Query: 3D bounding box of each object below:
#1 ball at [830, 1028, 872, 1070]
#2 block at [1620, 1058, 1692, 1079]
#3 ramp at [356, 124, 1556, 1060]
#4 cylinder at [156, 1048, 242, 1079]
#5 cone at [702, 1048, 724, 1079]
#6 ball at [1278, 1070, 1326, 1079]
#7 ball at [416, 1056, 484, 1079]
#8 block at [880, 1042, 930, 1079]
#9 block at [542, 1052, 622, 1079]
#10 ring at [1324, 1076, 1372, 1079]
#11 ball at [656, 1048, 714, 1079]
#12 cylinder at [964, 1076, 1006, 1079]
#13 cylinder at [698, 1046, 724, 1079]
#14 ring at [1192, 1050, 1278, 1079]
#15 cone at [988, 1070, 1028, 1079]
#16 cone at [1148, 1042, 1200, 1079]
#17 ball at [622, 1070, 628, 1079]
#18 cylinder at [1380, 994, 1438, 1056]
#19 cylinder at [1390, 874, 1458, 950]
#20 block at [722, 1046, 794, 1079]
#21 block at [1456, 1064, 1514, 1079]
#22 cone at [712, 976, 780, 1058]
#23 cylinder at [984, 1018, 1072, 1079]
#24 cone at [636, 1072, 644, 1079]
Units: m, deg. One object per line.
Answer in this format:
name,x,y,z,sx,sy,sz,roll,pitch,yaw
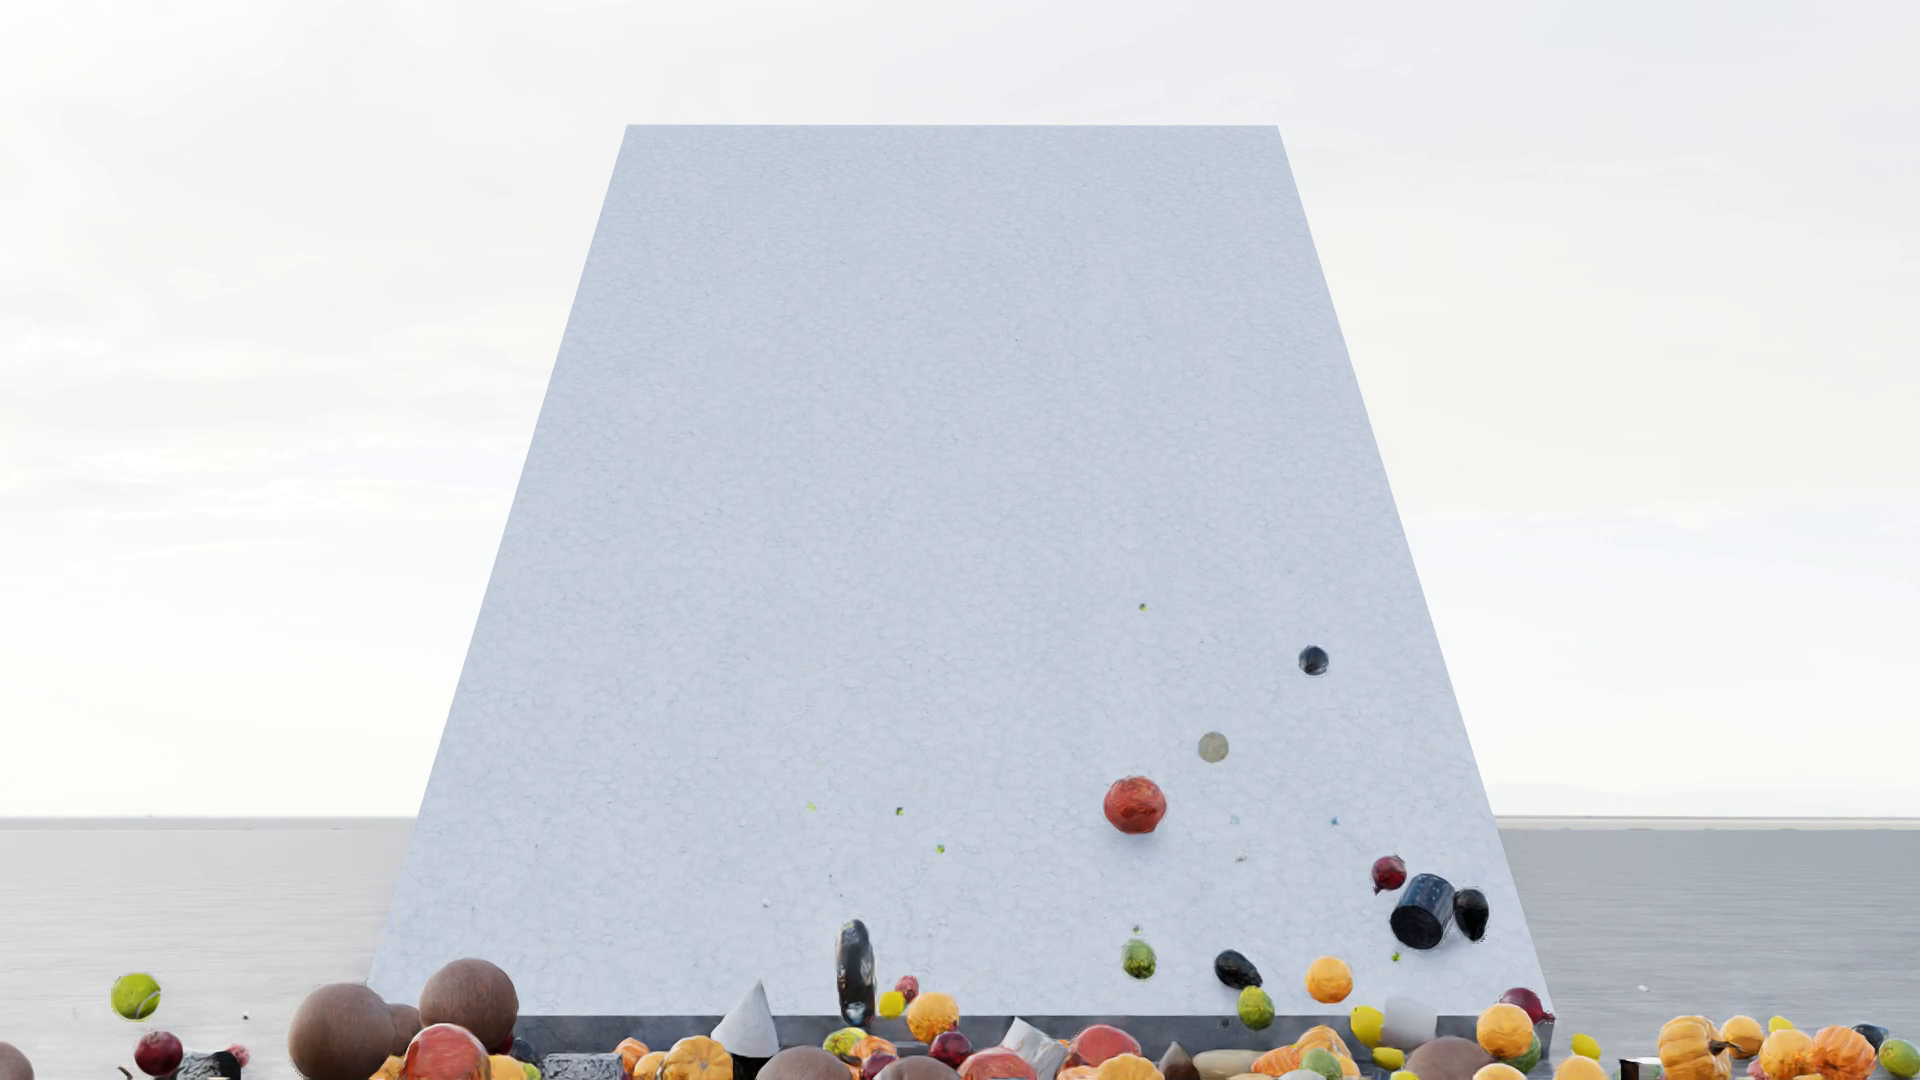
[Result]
ball,-0.159,0.749,3.584,0.061,0.061,0.061,0,-7,0
block,0.968,0.760,3.386,0.069,0.069,0.069,2,-7,-19
ramp,-0.014,-0.199,5.796,2.000,0.100,4.000,0,31,0
cylinder,-1.067,0.755,3.410,0.082,0.082,0.082,-3,-7,28
cone,-0.319,0.793,3.568,0.087,0.087,0.087,35,-20,-19
ball,0.429,0.708,3.043,0.091,0.091,0.091,0,-7,0
ball,-0.669,0.724,3.187,0.094,0.094,0.094,0,-7,0
block,-0.083,0.787,3.624,0.070,0.070,0.070,1,-7,-6
block,-0.493,0.722,3.178,0.094,0.094,0.094,0,-7,-3
ring,0.519,0.763,3.329,0.145,0.048,0.145,0,-5,0
ball,-0.368,0.718,3.250,0.077,0.077,0.077,0,-7,0
cylinder,0.046,0.712,3.031,0.081,0.081,0.081,11,-11,-23
cylinder,-0.328,0.753,3.400,0.084,0.084,0.084,6,-9,-42
ring,0.425,0.816,3.766,0.135,0.045,0.135,0,-7,0
cone,0.069,0.758,3.232,0.080,0.080,0.080,-2,-34,14
cone,0.294,0.792,3.545,0.089,0.089,0.089,-26,0,-15
ball,-0.494,0.763,3.397,0.063,0.063,0.063,0,-7,0
cylinder,0.614,0.663,3.328,0.070,0.070,0.070,9,-5,11
cylinder,0.805,0.643,4.216,0.094,0.094,0.094,-4,26,33
block,-0.273,0.737,3.296,0.092,0.092,0.092,0,-7,-3
block,0.737,0.769,3.416,0.058,0.058,0.058,-6,-9,44
cone,-0.275,0.625,3.241,0.094,0.094,0.094,13,11,-3
cylinder,0.095,0.737,3.431,0.091,0.091,0.091,31,-7,4
cone,-0.432,0.751,3.293,0.062,0.062,0.062,-2,-7,0
